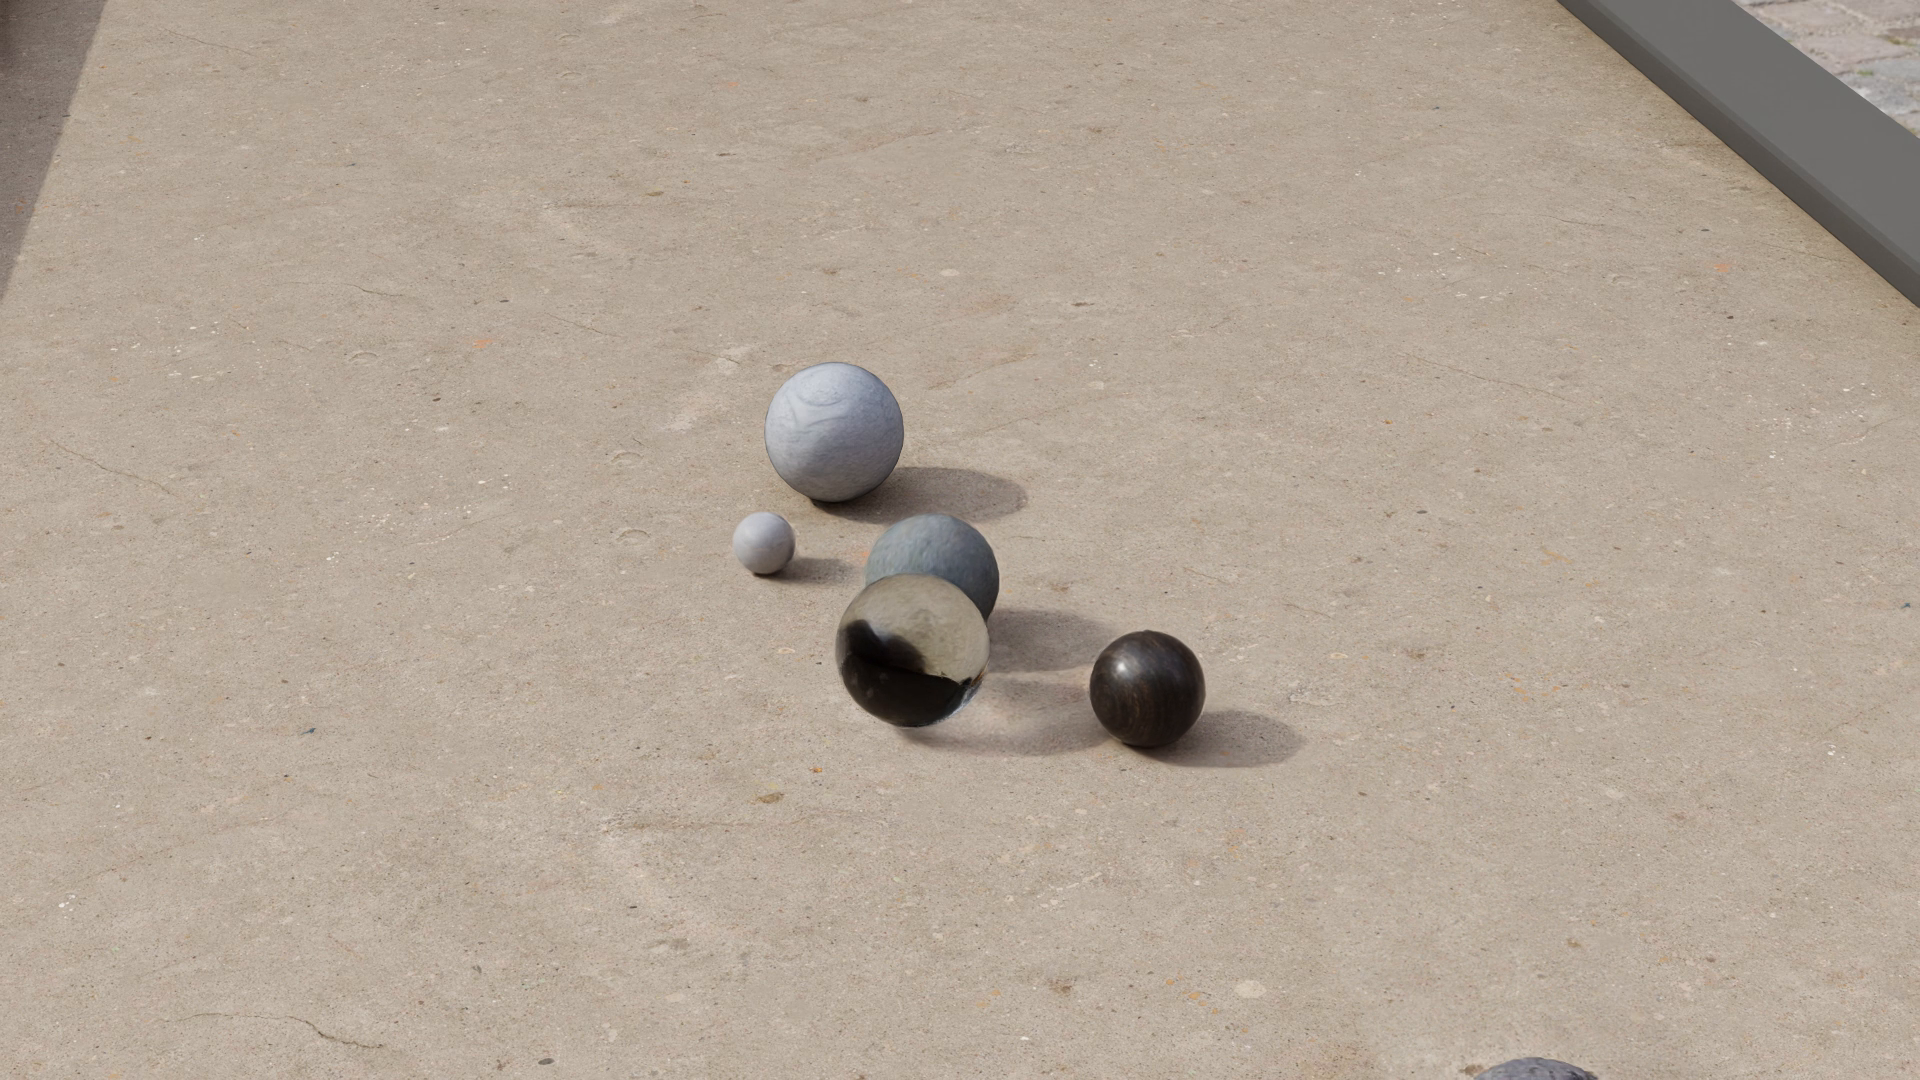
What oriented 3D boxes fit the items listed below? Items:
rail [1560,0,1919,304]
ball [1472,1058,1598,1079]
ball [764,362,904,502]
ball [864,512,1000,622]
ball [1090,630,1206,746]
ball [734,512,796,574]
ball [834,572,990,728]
[{"bbox_3d":[0.670,-0.426,2.659,0.045,0.124,3.110,-4,27,-8],"label":"rail"},{"bbox_3d":[0.258,0.277,1.314,0.090,0.090,0.090,0,27,0],"label":"ball"},{"bbox_3d":[-0.085,-0.073,1.998,0.095,0.095,0.095,0,27,0],"label":"ball"},{"bbox_3d":[-0.017,0.025,1.817,0.084,0.084,0.084,0,27,0],"label":"ball"},{"bbox_3d":[0.109,0.086,1.713,0.068,0.068,0.068,0,27,0],"label":"ball"},{"bbox_3d":[-0.127,0.002,1.909,0.041,0.041,0.041,0,27,0],"label":"ball"},{"bbox_3d":[-0.028,0.064,1.731,0.092,0.092,0.092,0,27,0],"label":"ball"}]
